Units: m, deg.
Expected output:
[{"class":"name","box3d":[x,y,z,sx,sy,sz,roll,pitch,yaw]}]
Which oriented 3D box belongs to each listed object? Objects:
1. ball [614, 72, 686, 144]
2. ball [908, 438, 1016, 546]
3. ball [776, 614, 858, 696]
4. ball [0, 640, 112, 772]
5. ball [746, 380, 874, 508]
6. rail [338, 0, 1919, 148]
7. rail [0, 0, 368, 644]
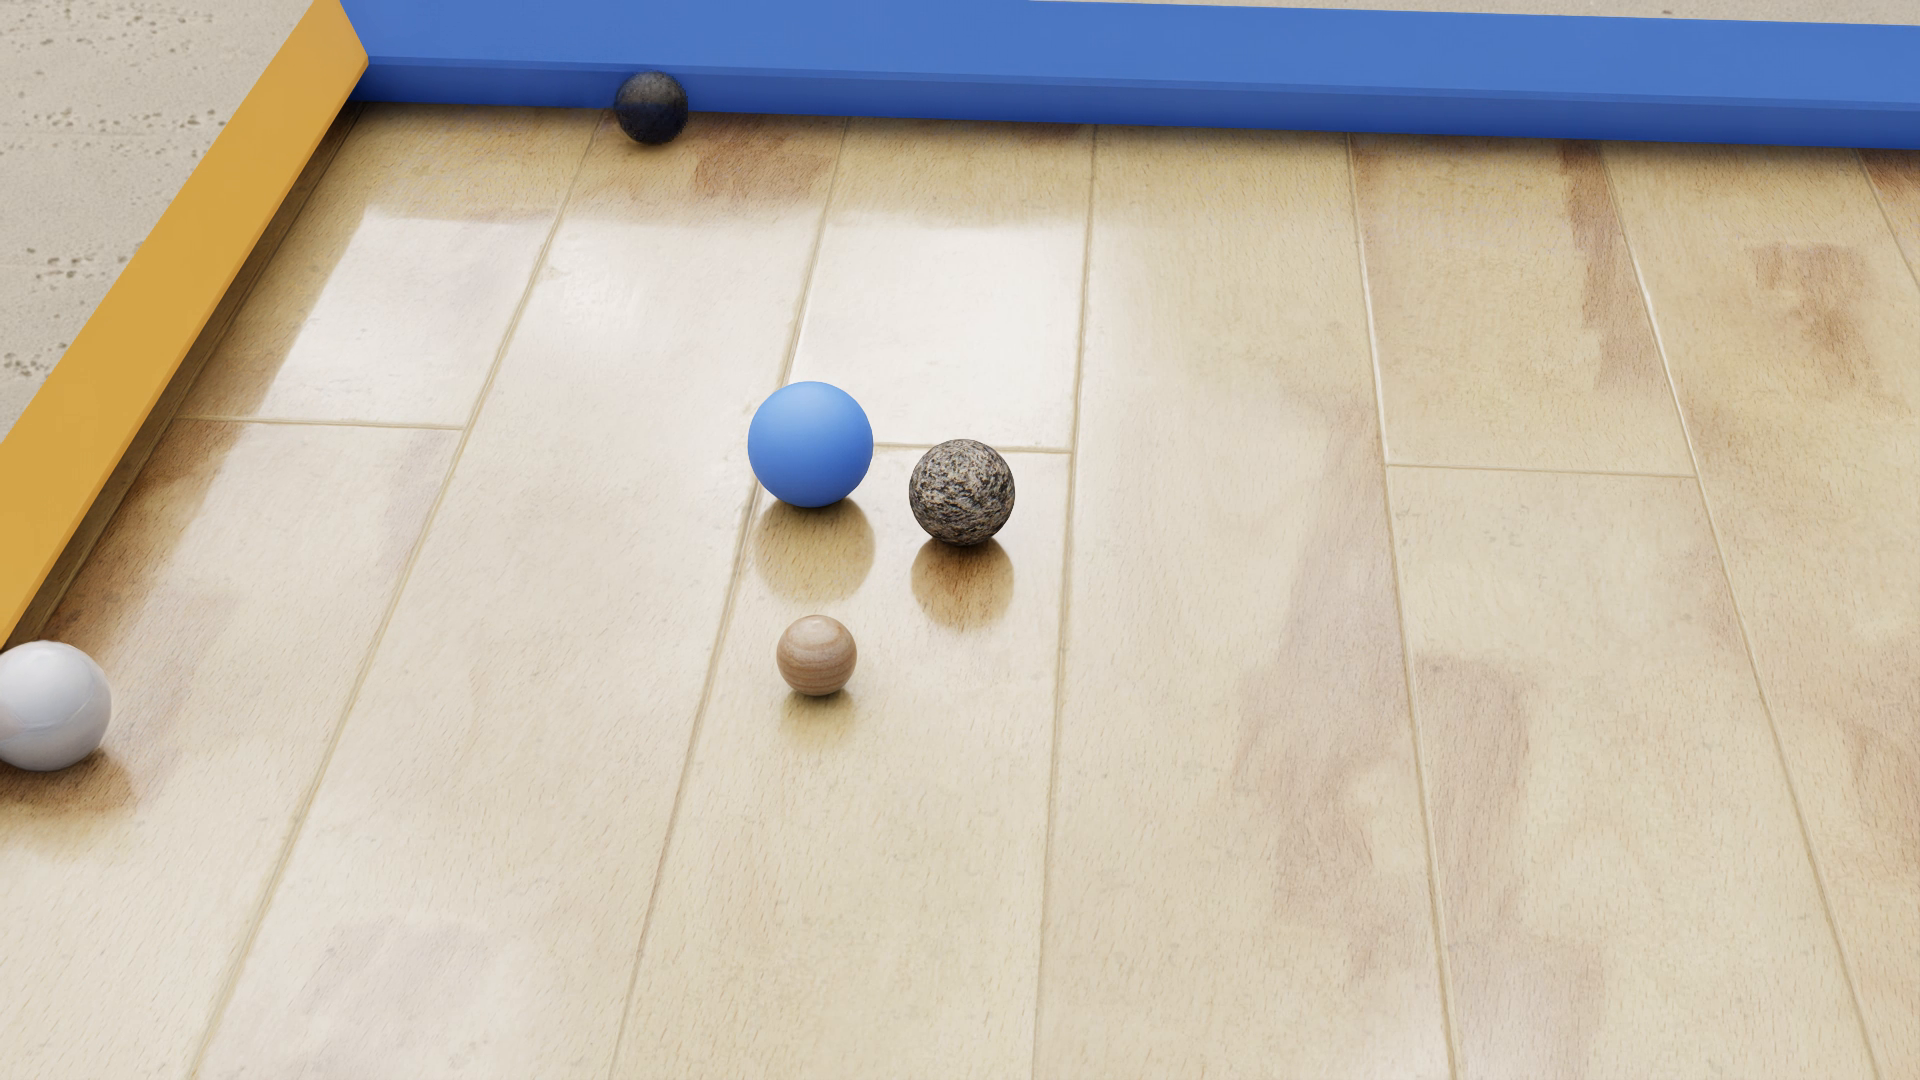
[{"class":"ball","box3d":[-0.306,-0.428,2.539,0.071,0.071,0.071,0,35,0]},{"class":"ball","box3d":[0.002,-0.036,1.963,0.082,0.082,0.082,0,35,0]},{"class":"ball","box3d":[-0.101,0.082,1.814,0.058,0.058,0.058,0,35,0]},{"class":"ball","box3d":[-0.622,0.112,1.742,0.089,0.089,0.089,0,35,0]},{"class":"ball","box3d":[-0.117,-0.075,2.004,0.099,0.099,0.099,0,35,0]},{"class":"rail","box3d":[0.748,-0.437,2.500,2.773,0.128,0.045,2,35,3]},{"class":"rail","box3d":[-0.668,-0.047,1.936,0.045,0.128,1.618,2,35,3]}]
